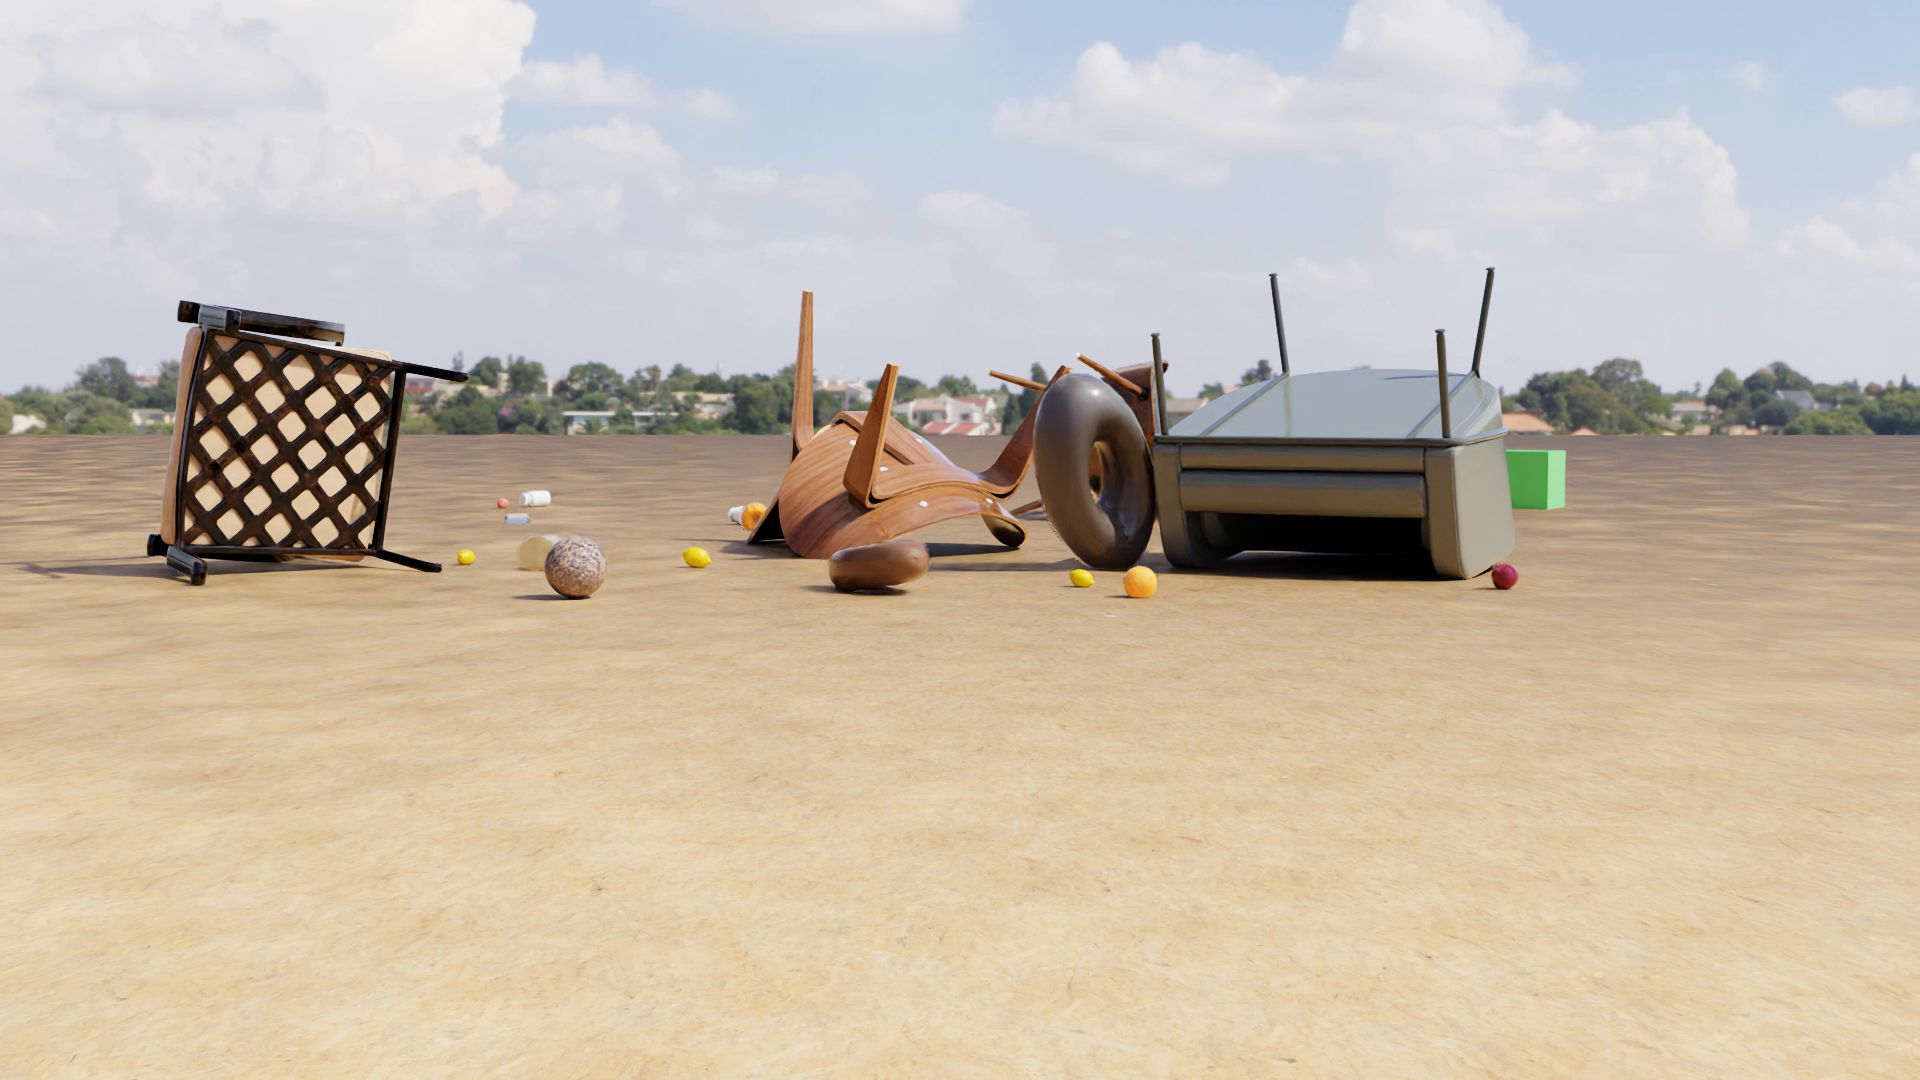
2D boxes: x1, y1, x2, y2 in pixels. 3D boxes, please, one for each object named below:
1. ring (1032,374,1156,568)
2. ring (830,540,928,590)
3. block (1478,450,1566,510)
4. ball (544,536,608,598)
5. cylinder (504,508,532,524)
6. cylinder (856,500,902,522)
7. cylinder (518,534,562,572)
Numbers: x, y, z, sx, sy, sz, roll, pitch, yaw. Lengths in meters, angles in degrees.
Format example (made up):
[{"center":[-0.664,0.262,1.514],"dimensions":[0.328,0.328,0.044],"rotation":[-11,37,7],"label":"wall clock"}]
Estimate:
[{"center":[0.334,-0.164,5.444],"dimensions":[0.291,0.535,0.178],"rotation":[-29,28,-25],"label":"ring"},{"center":[-0.182,0.056,4.894],"dimensions":[0.166,0.094,0.311],"rotation":[-11,2,-38],"label":"ring"},{"center":[2.134,-0.232,8.355],"dimensions":[0.268,0.215,0.210],"rotation":[3,5,32],"label":"block"},{"center":[-0.824,0.059,4.713],"dimensions":[0.134,0.134,0.134],"rotation":[0,4,0],"label":"ball"},{"center":[-1.475,-0.071,7.332],"dimensions":[0.073,0.034,0.058],"rotation":[29,34,7],"label":"cylinder"},{"center":[-0.280,-0.100,7.526],"dimensions":[0.106,0.065,0.125],"rotation":[-3,5,-35],"label":"cylinder"},{"center":[-1.039,0.032,5.469],"dimensions":[0.096,0.083,0.107],"rotation":[-17,3,4],"label":"cylinder"}]
